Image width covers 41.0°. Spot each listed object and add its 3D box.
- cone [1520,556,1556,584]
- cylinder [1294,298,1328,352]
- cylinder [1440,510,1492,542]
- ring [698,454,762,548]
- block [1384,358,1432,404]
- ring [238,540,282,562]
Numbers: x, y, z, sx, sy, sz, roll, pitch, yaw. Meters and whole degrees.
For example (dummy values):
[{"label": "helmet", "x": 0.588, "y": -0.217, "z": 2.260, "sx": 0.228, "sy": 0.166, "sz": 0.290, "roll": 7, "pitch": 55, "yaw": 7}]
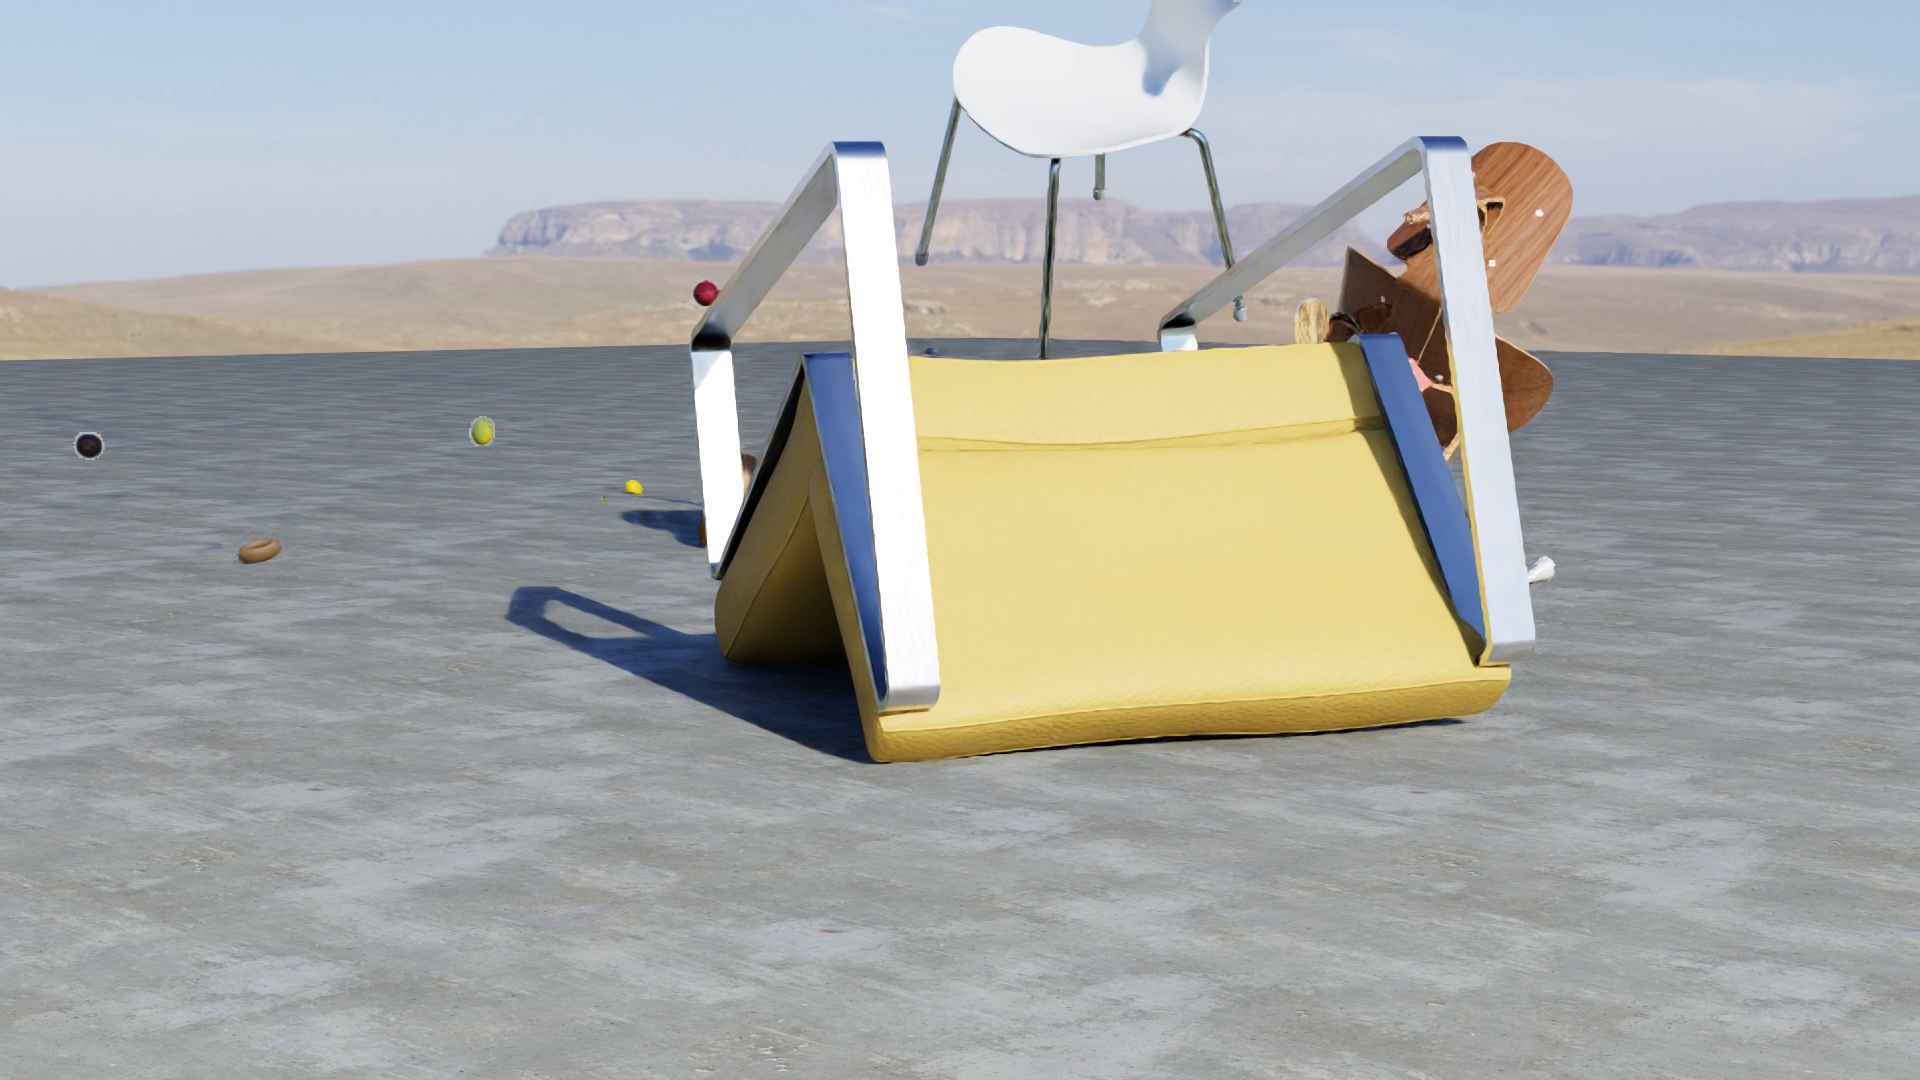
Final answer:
[{"label": "cone", "x": 1.229, "y": 0.078, "z": 5.515, "sx": 0.086, "sy": 0.057, "sz": 0.066, "roll": -28, "pitch": -21, "yaw": -32}, {"label": "cylinder", "x": 0.829, "y": -0.510, "z": 6.065, "sx": 0.081, "sy": 0.120, "sz": 0.137, "roll": 4, "pitch": 8, "yaw": 6}, {"label": "cylinder", "x": 1.262, "y": -0.035, "z": 6.396, "sx": 0.116, "sy": 0.062, "sz": 0.061, "roll": 22, "pitch": 0, "yaw": -16}, {"label": "ring", "x": -0.557, "y": -0.093, "z": 6.219, "sx": 0.088, "sy": 0.249, "sz": 0.161, "roll": 26, "pitch": 8, "yaw": -2}, {"label": "block", "x": 1.130, "y": -0.399, "z": 6.473, "sx": 0.078, "sy": 0.083, "sz": 0.099, "roll": -37, "pitch": -4, "yaw": 4}, {"label": "ring", "x": -1.612, "y": 0.025, "z": 5.907, "sx": 0.101, "sy": 0.036, "sz": 0.053, "roll": -16, "pitch": 37, "yaw": -24}]
